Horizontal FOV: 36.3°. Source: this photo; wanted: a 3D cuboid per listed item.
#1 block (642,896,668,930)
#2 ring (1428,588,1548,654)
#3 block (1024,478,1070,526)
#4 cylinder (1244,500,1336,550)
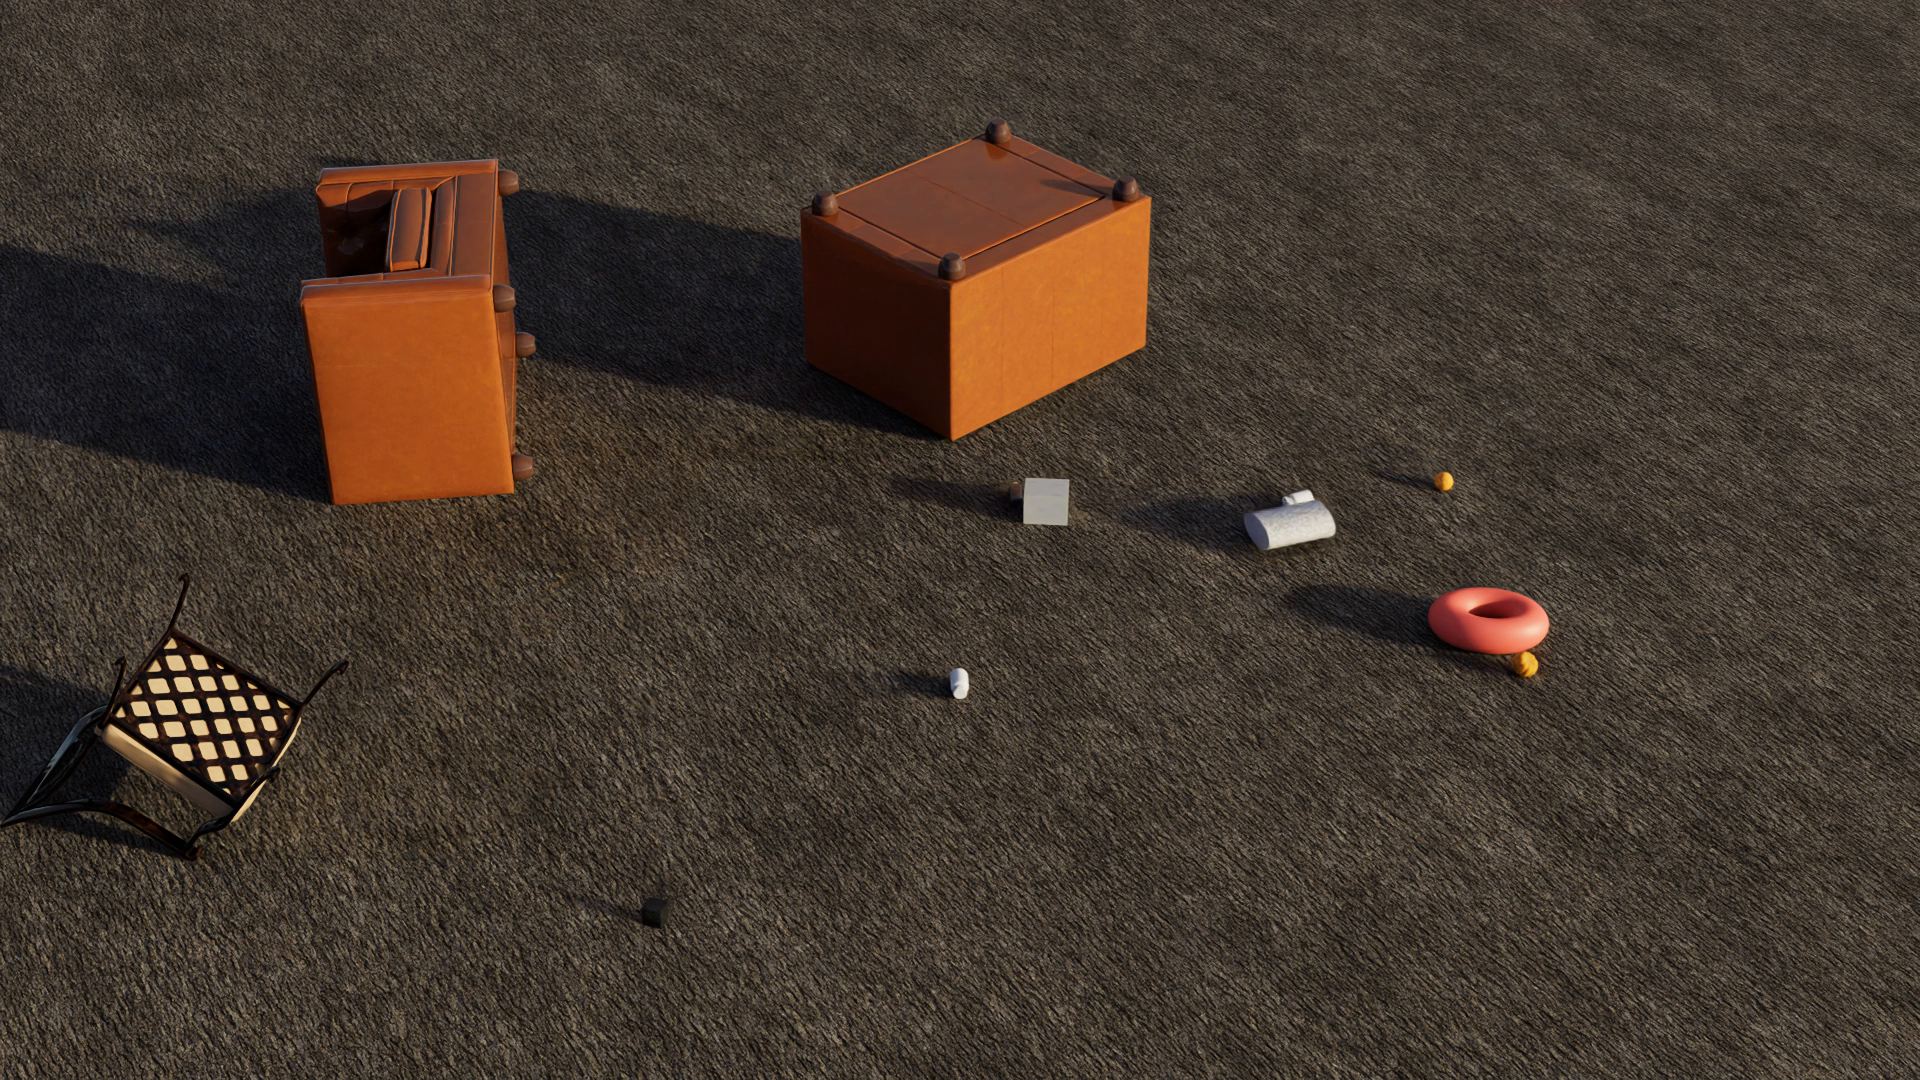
[{"bbox_3d":[-0.949,1.160,9.122,0.063,0.068,0.056,12,35,17],"label":"block"},{"bbox_3d":[1.872,0.285,10.391,0.426,0.136,0.300,5,32,6],"label":"ring"},{"bbox_3d":[0.325,-0.145,11.047,0.165,0.129,0.120,2,33,3],"label":"block"},{"bbox_3d":[1.228,-0.058,10.922,0.269,0.119,0.222,-11,28,-17],"label":"cylinder"}]
